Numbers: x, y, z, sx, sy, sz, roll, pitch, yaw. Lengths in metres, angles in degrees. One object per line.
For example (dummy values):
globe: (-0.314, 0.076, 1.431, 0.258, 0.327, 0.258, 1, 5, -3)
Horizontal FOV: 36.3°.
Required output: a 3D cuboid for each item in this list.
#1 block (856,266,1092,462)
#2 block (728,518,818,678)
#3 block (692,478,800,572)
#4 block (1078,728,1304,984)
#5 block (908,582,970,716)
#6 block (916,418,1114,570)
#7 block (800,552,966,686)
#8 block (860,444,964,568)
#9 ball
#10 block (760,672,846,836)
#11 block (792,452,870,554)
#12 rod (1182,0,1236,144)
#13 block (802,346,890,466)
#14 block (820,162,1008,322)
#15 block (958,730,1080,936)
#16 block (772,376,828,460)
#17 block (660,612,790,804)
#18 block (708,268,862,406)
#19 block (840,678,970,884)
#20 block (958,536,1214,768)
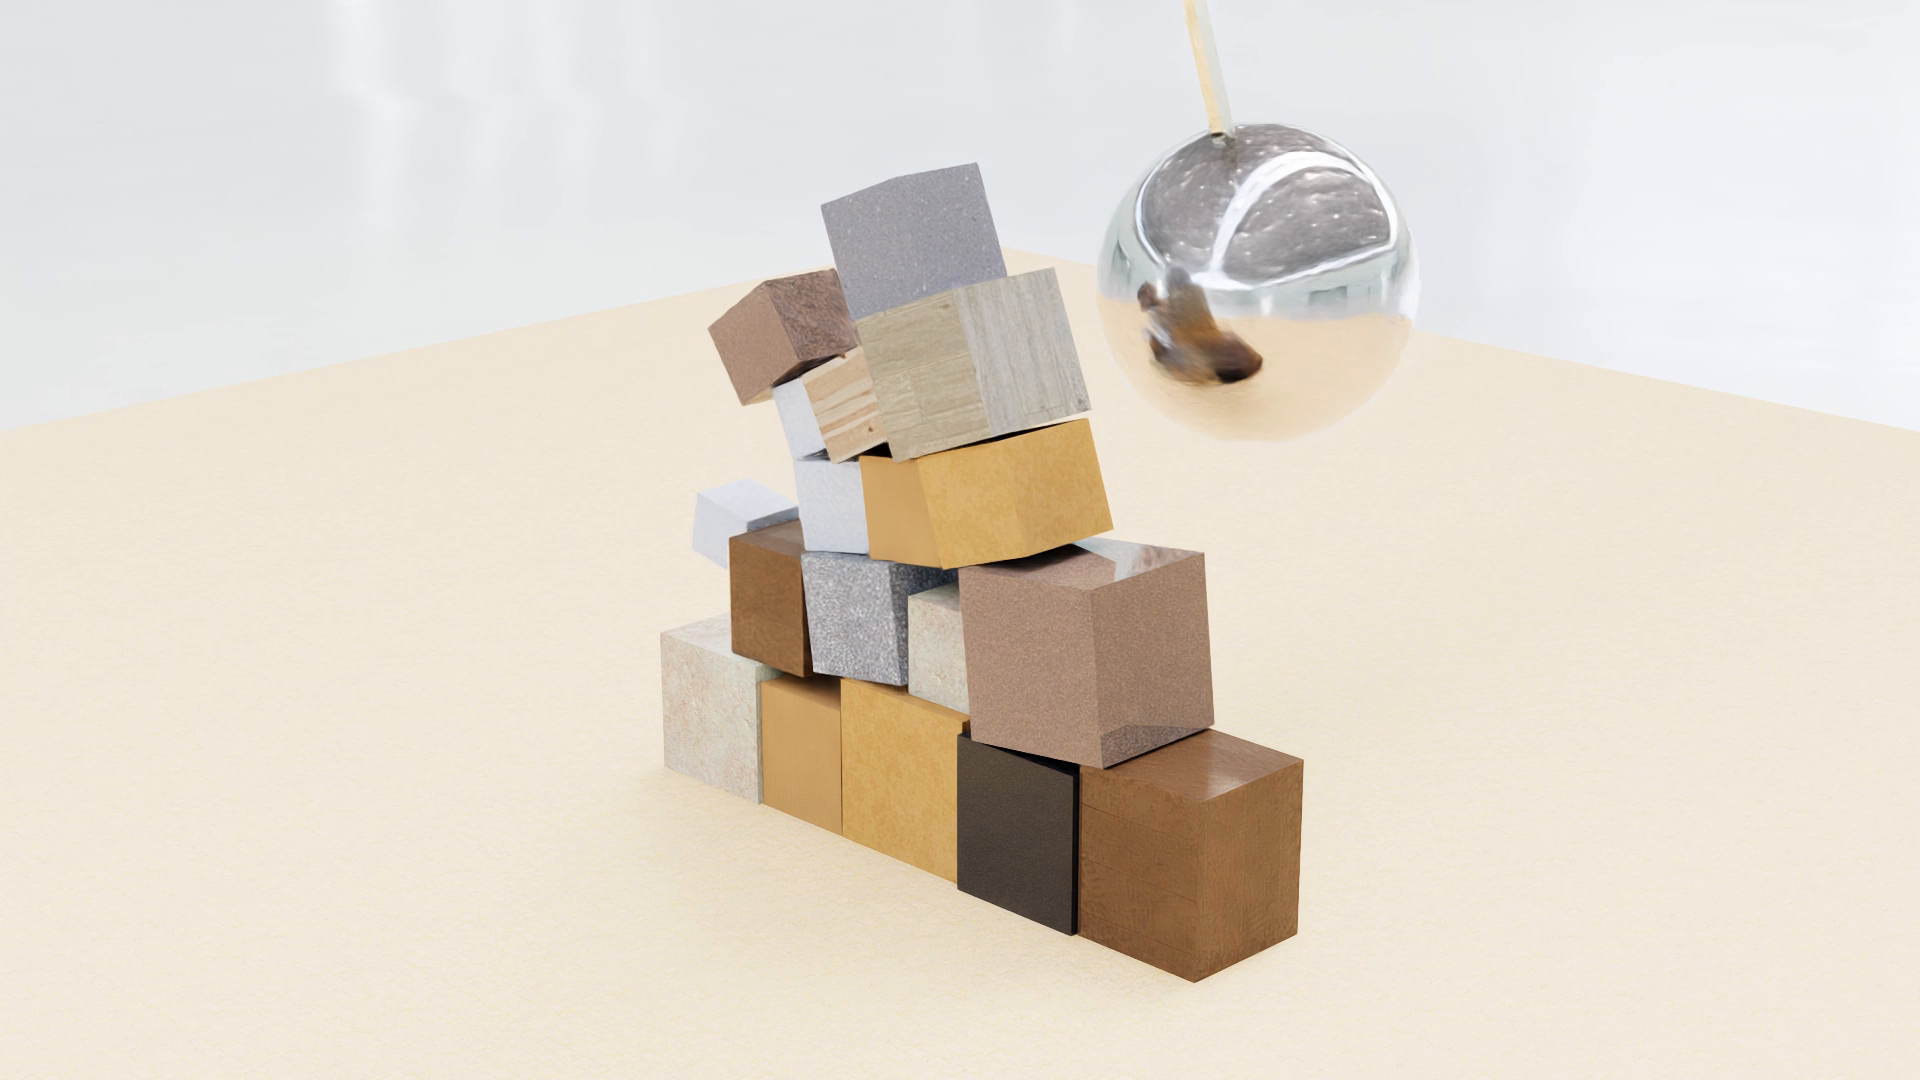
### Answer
block: (0.061, -0.778, 13.045, 0.643, 0.657, 0.652, -17, 3, -43)
block: (-0.722, 0.259, 14.166, 0.518, 0.586, 0.578, 16, 23, 42)
block: (-1.056, -0.063, 14.455, 0.367, 0.314, 0.349, 29, 33, 36)
block: (0.997, 1.337, 12.720, 0.691, 0.821, 0.674, -17, 24, -42)
block: (0.117, 0.477, 13.385, 0.482, 0.472, 0.514, 17, 24, 42)
block: (0.245, -0.206, 13.003, 0.565, 0.511, 0.542, -17, 5, -43)
block: (-0.294, 0.306, 13.757, 0.605, 0.563, 0.597, -17, 16, -43)
block: (-0.110, -0.182, 13.417, 0.460, 0.488, 0.469, 6, 17, 45)
ball: (1.467, -1.262, 14.483, 1.600, 1.600, 1.600, 0, 17, 0)
block: (-0.536, 0.977, 14.186, 0.625, 0.629, 0.560, -17, 24, -42)
block: (-0.458, -0.194, 13.753, 0.385, 0.428, 0.469, -17, 13, -42)
rod: (0.636, -4.056, 12.733, 0.080, 5.200, 0.080, 17, 44, 42)
block: (-0.329, -0.665, 13.465, 0.528, 0.439, 0.458, -18, -3, -43)
block: (-0.205, -1.333, 13.148, 0.507, 0.545, 0.531, -17, 3, -43)
block: (0.489, 1.226, 13.190, 0.715, 0.752, 0.706, -17, 24, -42)
block: (-0.617, -0.610, 13.812, 0.325, 0.354, 0.332, -16, -1, -42)
block: (-0.968, 0.793, 14.634, 0.750, 0.711, 0.713, -17, 24, -42)
block: (-0.813, -0.963, 13.931, 0.461, 0.421, 0.494, -16, -12, -43)
block: (-0.032, 1.038, 13.714, 0.680, 0.795, 0.796, -17, 24, -42)
block: (0.559, 0.472, 12.890, 0.738, 0.784, 0.785, -17, 18, -42)
